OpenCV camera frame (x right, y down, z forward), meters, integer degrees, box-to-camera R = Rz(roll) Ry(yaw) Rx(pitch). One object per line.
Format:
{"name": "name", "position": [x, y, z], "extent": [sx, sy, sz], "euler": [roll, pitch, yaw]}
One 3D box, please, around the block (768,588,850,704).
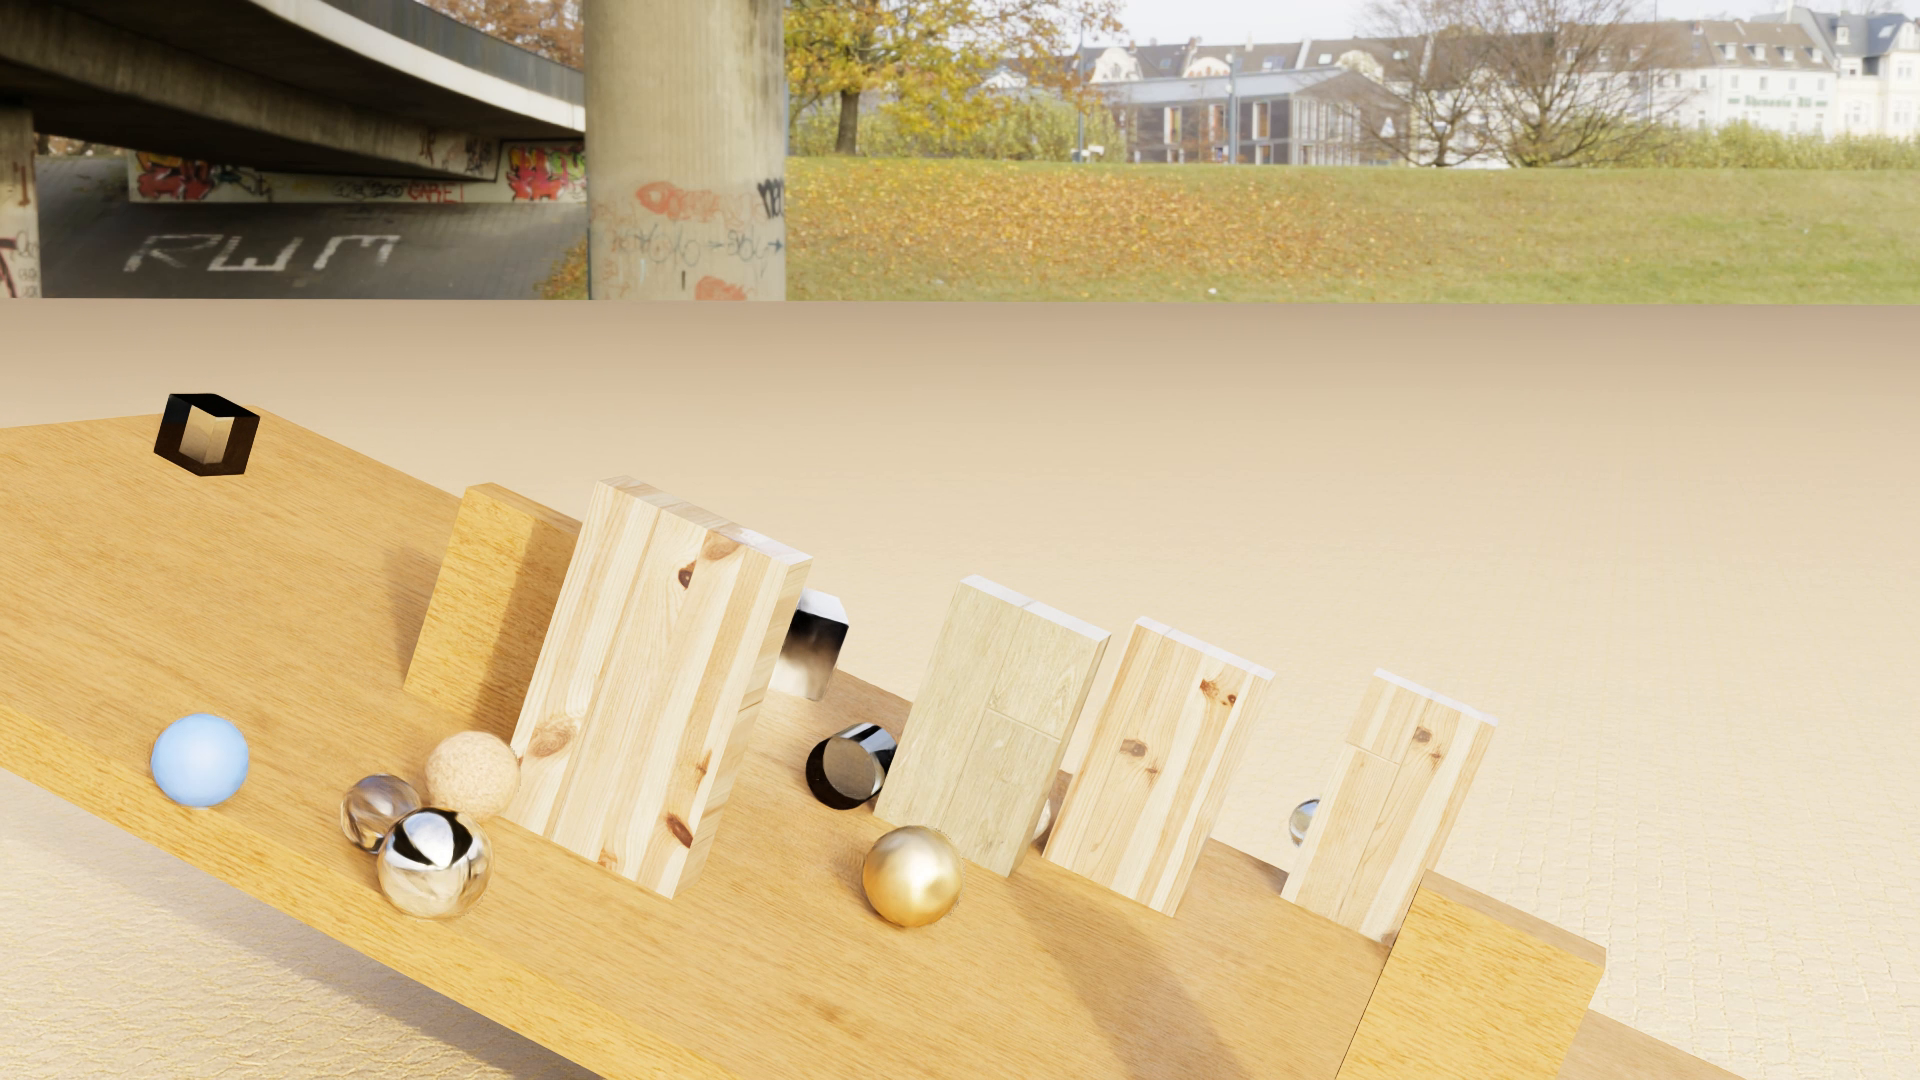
{"name": "block", "position": [-0.385, 0.222, 4.968], "extent": [0.194, 0.194, 0.194], "euler": [17, 13, -15]}

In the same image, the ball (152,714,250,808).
{"name": "ball", "position": [-1.163, 0.338, 3.370], "extent": [0.143, 0.143, 0.143], "euler": [0, 7, 0]}

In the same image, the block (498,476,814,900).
{"name": "block", "position": [-0.522, 0.244, 3.690], "extent": [0.361, 0.609, 0.110], "euler": [23, 13, 13]}

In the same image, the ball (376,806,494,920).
{"name": "ball", "position": [-0.783, 0.483, 3.285], "extent": [0.169, 0.169, 0.169], "euler": [0, 7, 0]}

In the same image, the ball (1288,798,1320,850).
{"name": "ball", "position": [0.803, 0.644, 4.914], "extent": [0.137, 0.137, 0.137], "euler": [0, 7, 0]}

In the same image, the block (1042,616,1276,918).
{"name": "block", "position": [0.399, 0.456, 4.434], "extent": [0.292, 0.527, 0.093], "euler": [23, 13, 13]}

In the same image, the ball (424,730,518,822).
{"name": "ball", "position": [-0.812, 0.394, 3.656], "extent": [0.154, 0.154, 0.154], "euler": [0, 7, 0]}

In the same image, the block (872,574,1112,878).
{"name": "block", "position": [0.061, 0.364, 4.331], "extent": [0.299, 0.510, 0.107], "euler": [23, 13, 13]}

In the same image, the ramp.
{"name": "ramp", "position": [-0.323, 0.584, 4.205], "extent": [4.000, 0.100, 2.000], "euler": [23, 13, 13]}

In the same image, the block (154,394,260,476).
{"name": "block", "position": [-1.703, -0.239, 4.974], "extent": [0.143, 0.143, 0.143], "euler": [25, 13, 20]}

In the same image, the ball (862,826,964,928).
{"name": "ball", "position": [-0.083, 0.595, 3.892], "extent": [0.179, 0.179, 0.179], "euler": [0, 7, 0]}

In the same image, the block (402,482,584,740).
{"name": "block", "position": [-0.836, 0.140, 4.098], "extent": [0.283, 0.412, 0.095], "euler": [23, 13, 13]}

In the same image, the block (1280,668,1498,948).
{"name": "block", "position": [0.919, 0.577, 4.720], "extent": [0.274, 0.534, 0.090], "euler": [23, 13, 13]}

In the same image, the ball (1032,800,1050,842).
{"name": "ball", "position": [0.117, 0.554, 4.480], "extent": [0.136, 0.136, 0.136], "euler": [0, 7, 0]}

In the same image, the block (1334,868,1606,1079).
{"name": "block", "position": [0.665, 0.809, 3.125], "extent": [0.267, 0.621, 0.098], "euler": [23, 13, 13]}

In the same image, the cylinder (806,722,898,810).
{"name": "cylinder", "position": [-0.212, 0.450, 4.380], "extent": [0.147, 0.147, 0.147], "euler": [2, 7, 17]}

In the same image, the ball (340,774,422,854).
{"name": "ball", "position": [-0.904, 0.427, 3.435], "extent": [0.125, 0.125, 0.125], "euler": [0, 7, 0]}
